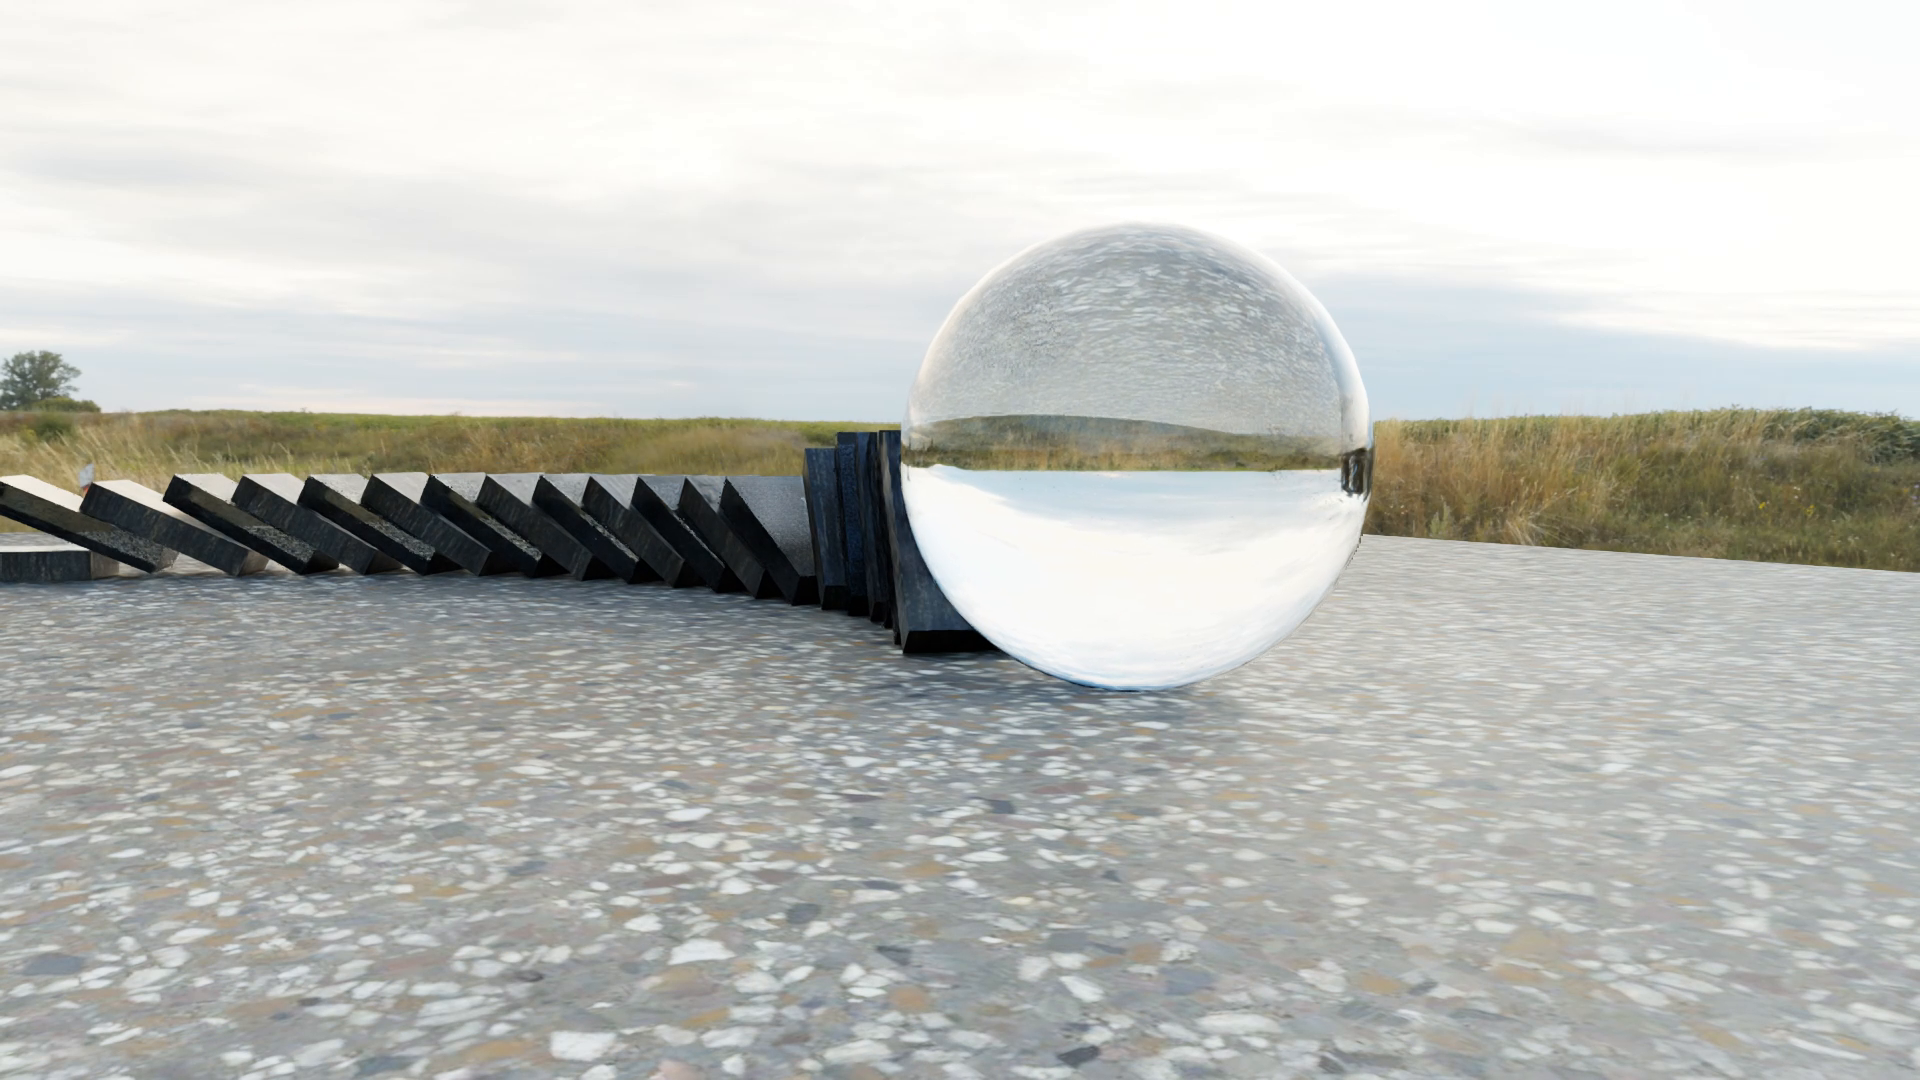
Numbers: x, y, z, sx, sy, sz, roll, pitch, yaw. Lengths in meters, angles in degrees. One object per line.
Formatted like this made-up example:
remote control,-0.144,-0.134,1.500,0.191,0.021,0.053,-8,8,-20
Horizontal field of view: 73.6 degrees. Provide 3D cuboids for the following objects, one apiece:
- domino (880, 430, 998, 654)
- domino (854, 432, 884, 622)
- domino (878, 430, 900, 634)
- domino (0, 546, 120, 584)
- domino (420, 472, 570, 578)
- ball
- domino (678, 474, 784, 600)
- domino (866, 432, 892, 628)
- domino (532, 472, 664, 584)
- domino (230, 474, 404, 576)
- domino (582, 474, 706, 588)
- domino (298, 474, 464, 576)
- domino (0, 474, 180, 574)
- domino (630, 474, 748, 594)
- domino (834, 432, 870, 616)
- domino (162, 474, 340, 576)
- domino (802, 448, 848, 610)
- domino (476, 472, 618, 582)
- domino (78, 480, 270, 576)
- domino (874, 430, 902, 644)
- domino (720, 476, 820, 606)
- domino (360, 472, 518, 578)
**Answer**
domino,-0.002,-0.001,0.272,0.025,0.050,0.009,-1,-33,-12
domino,-0.012,-0.004,0.319,0.025,0.050,0.009,-1,-33,-12
domino,-0.004,-0.003,0.296,0.025,0.050,0.009,0,-33,-11
domino,-0.298,0.008,0.404,0.050,0.010,0.025,-1,4,-15
domino,-0.149,-0.005,0.422,0.050,0.010,0.025,32,14,16
ball,0.029,-0.014,0.221,0.080,0.080,0.080,0,4,0
domino,-0.059,-0.002,0.373,0.025,0.009,0.050,-4,35,-40
domino,-0.008,-0.003,0.307,0.025,0.050,0.009,-1,-33,-12
domino,-0.110,-0.004,0.408,0.050,0.009,0.025,36,21,25
domino,-0.211,-0.006,0.427,0.050,0.010,0.025,29,6,1
domino,-0.092,-0.004,0.398,0.050,0.010,0.025,37,25,30
domino,-0.190,-0.006,0.427,0.050,0.010,0.025,30,8,6
domino,-0.278,-0.005,0.409,0.050,0.009,0.025,26,-3,-18
domino,-0.075,-0.003,0.387,0.025,0.009,0.050,-5,36,-46
domino,-0.018,-0.005,0.330,0.025,0.050,0.009,-1,-33,-12
domino,-0.232,-0.006,0.425,0.050,0.010,0.025,29,3,-2
domino,-0.027,-0.004,0.344,0.025,0.010,0.050,-1,48,-15
domino,-0.129,-0.005,0.416,0.050,0.009,0.025,33,17,20
domino,-0.254,-0.004,0.418,0.050,0.009,0.025,26,-1,-11
domino,-0.004,-0.001,0.284,0.025,0.050,0.009,-1,-33,-12
domino,-0.045,-0.001,0.359,0.025,0.009,0.050,-3,35,-36
domino,-0.169,-0.006,0.426,0.050,0.009,0.025,31,11,11
